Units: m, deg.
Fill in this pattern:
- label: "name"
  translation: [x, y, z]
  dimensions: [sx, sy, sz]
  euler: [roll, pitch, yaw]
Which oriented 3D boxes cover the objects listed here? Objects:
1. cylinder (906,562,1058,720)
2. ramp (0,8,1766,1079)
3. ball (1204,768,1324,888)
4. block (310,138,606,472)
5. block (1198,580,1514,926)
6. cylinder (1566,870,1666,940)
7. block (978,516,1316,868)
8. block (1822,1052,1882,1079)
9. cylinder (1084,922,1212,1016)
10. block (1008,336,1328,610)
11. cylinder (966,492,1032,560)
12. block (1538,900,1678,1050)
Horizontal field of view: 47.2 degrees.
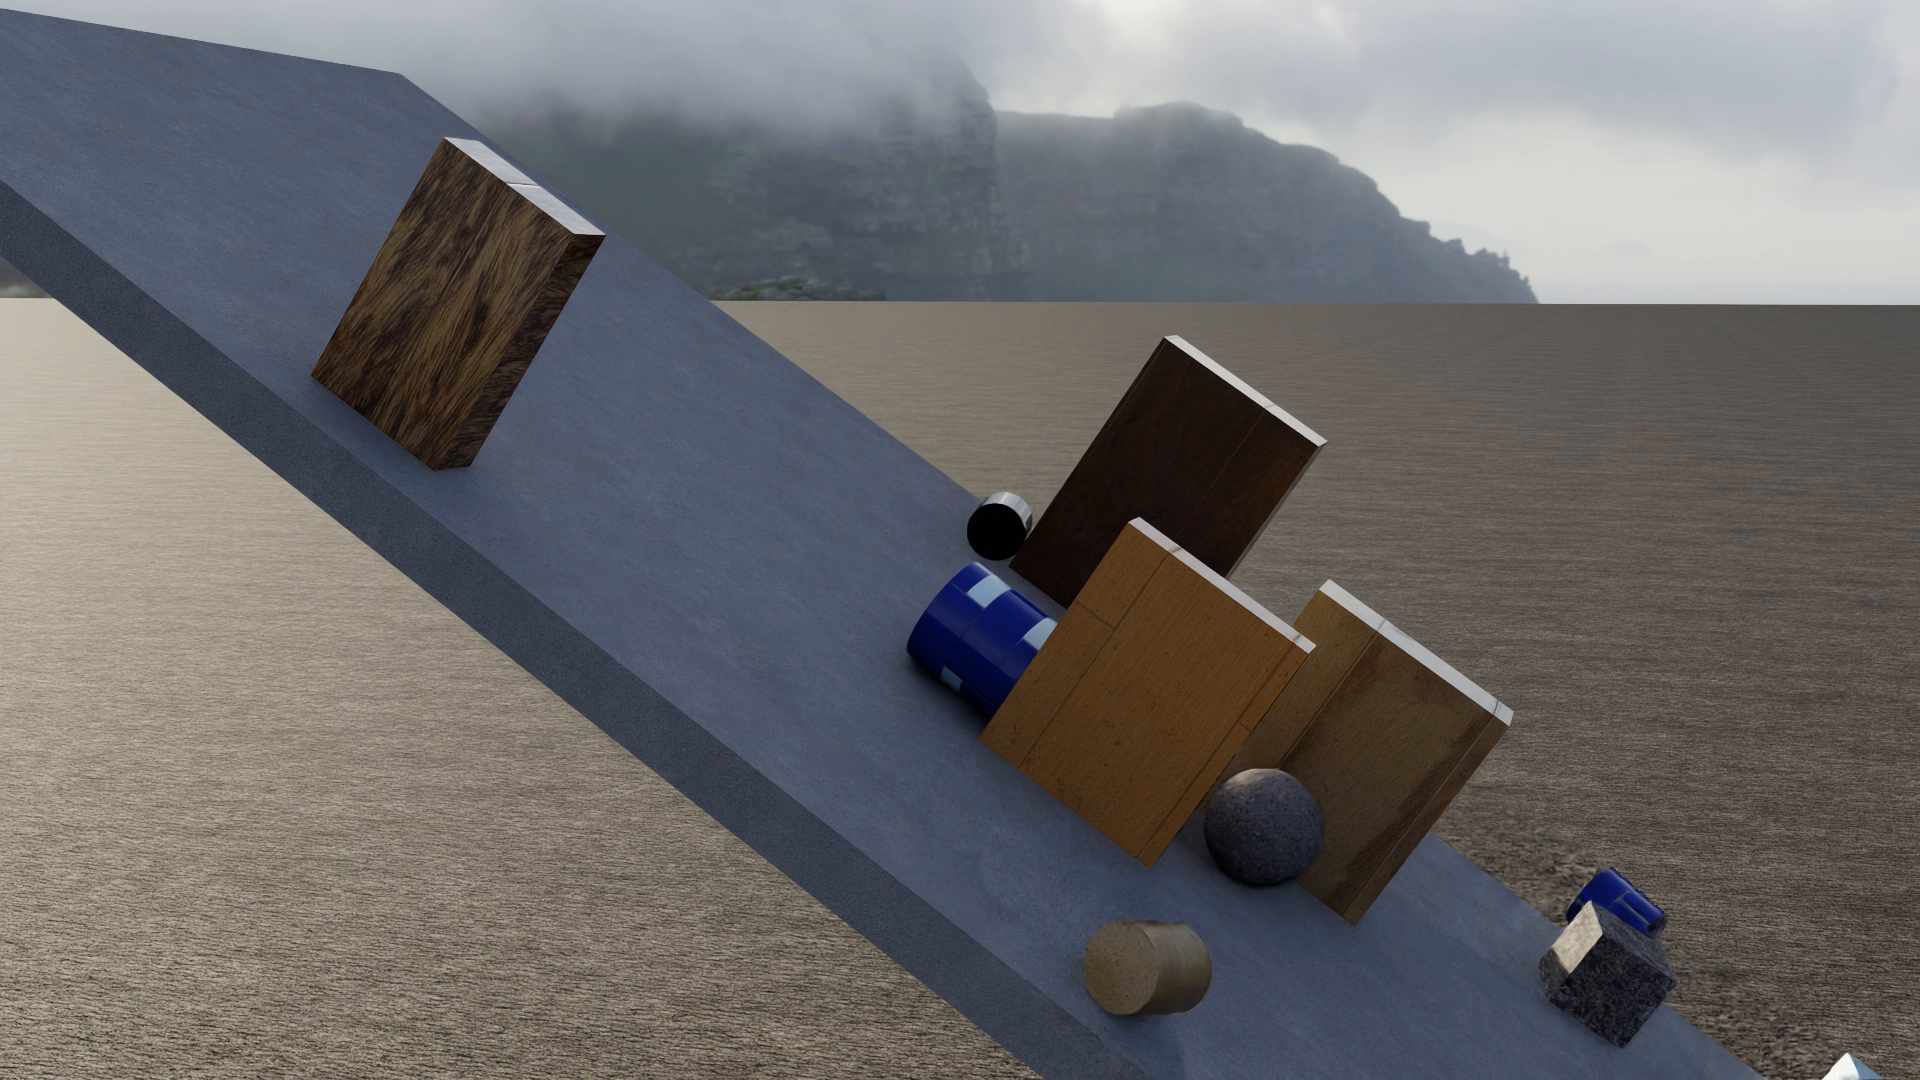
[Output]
- label: "cylinder"
  translation: [0.050, 0.181, 3.849]
  dimensions: [0.204, 0.204, 0.204]
  euler: [38, 19, 14]
- label: "ramp"
  translation: [-0.108, 0.186, 4.090]
  dimensions: [4.000, 0.100, 2.000]
  euler: [37, 15, 10]
- label: "ball"
  translation: [0.531, 0.502, 3.846]
  dimensions: [0.207, 0.207, 0.207]
  euler: [0, 7, 0]
- label: "block"
  translation: [-0.773, -0.360, 3.379]
  dimensions: [0.258, 0.435, 0.106]
  euler: [37, 15, 10]
- label: "block"
  translation: [0.703, 0.388, 4.047]
  dimensions: [0.411, 0.468, 0.140]
  euler: [37, 15, 10]
- label: "cylinder"
  translation: [1.434, 0.827, 4.815]
  dimensions: [0.149, 0.149, 0.149]
  euler: [-7, 42, -47]
- label: "block"
  translation: [0.308, 0.255, 3.671]
  dimensions: [0.362, 0.456, 0.085]
  euler: [37, 15, 10]
- label: "block"
  translation: [1.828, 1.188, 4.457]
  dimensions: [0.173, 0.173, 0.173]
  euler: [37, 14, 2]
- label: "cylinder"
  translation: [0.266, 0.605, 3.110]
  dimensions: [0.129, 0.129, 0.129]
  euler: [6, -4, 42]
- label: "block"
  translation: [0.439, -0.076, 4.682]
  dimensions: [0.392, 0.597, 0.141]
  euler: [37, 15, 10]
- label: "cylinder"
  translation: [0.086, -0.030, 4.718]
  dimensions: [0.125, 0.125, 0.125]
  euler: [1, 12, 9]
- label: "block"
  translation: [1.278, 0.857, 4.351]
  dimensions: [0.174, 0.174, 0.174]
  euler: [33, 15, -1]
